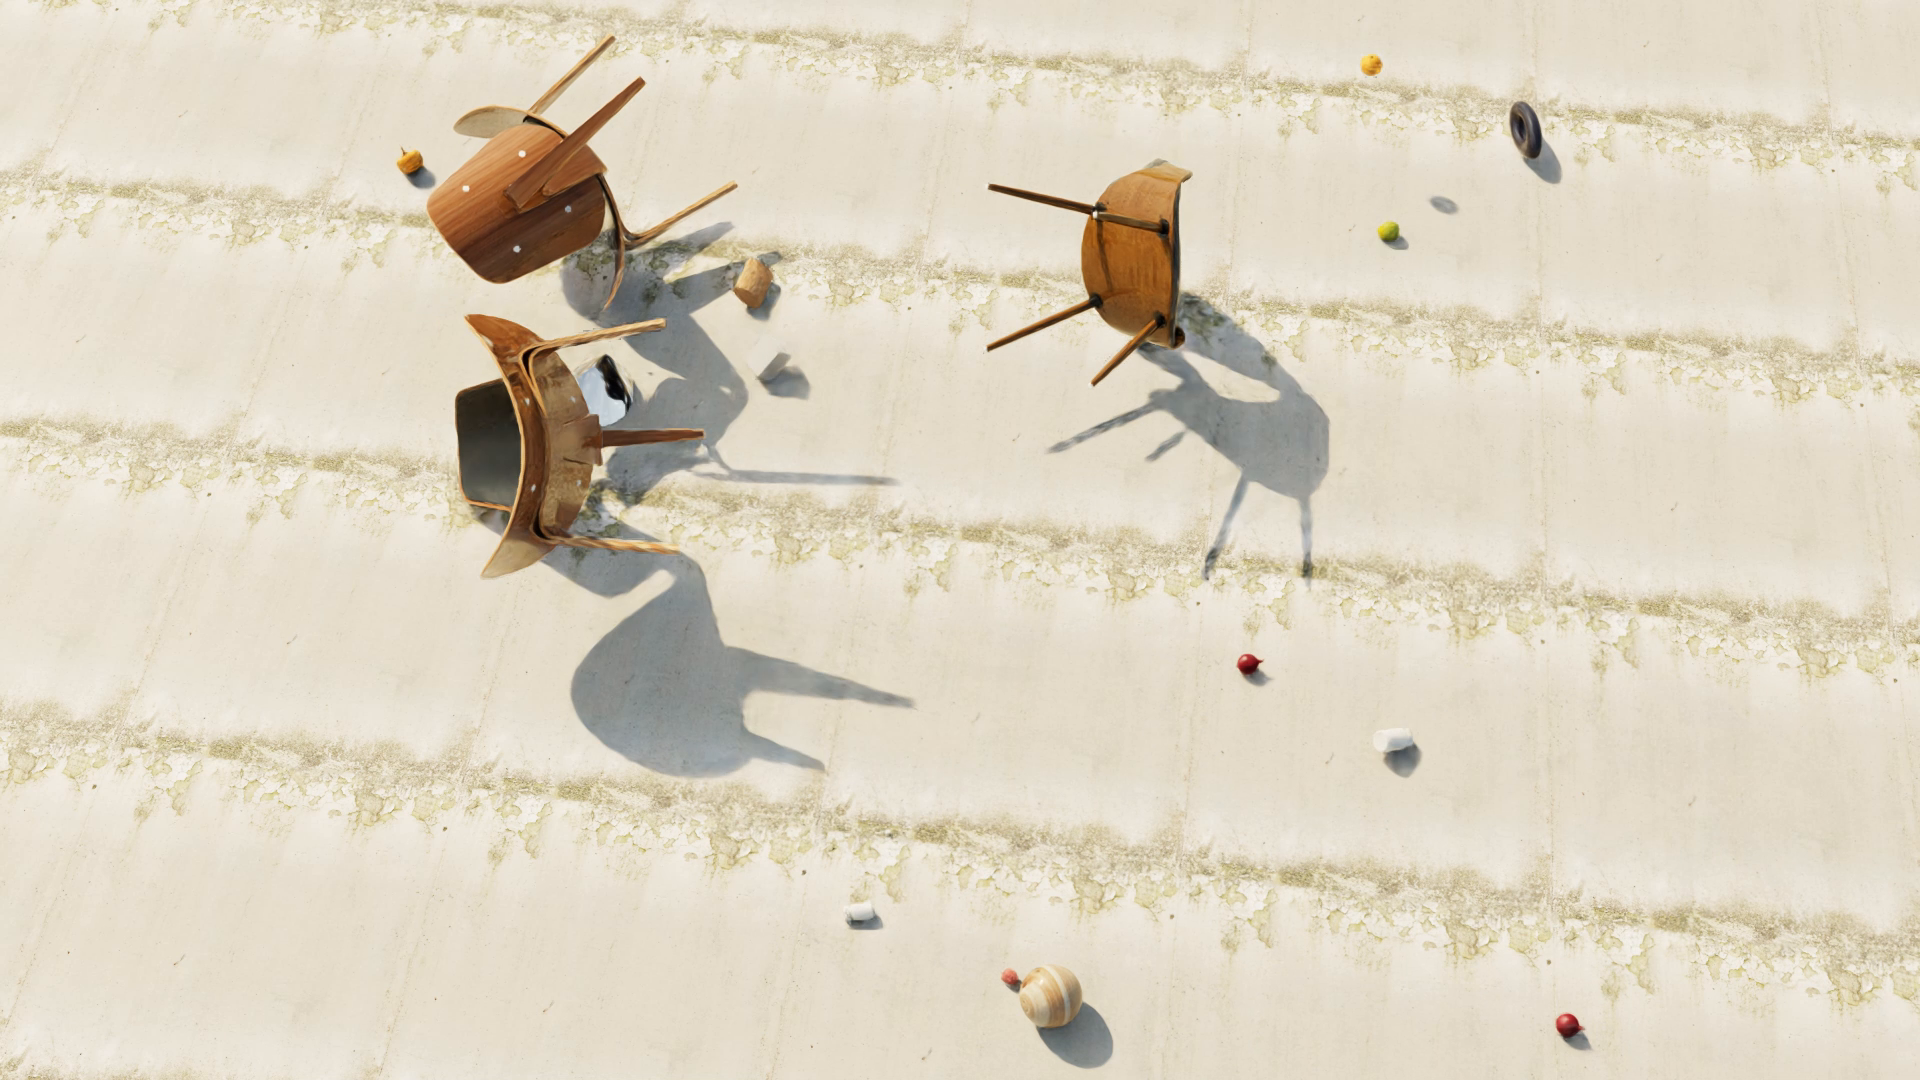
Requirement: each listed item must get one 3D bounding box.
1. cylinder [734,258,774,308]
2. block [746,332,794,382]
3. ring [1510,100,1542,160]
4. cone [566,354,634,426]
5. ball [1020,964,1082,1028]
[{"bbox_3d":[-0.664,-0.826,7.074,0.065,0.106,0.125,-16,43,43],"label":"cylinder"},{"bbox_3d":[-0.597,-0.573,6.883,0.114,0.067,0.086,-47,59,21],"label":"block"},{"bbox_3d":[1.910,-1.385,7.426,0.050,0.132,0.254,1,52,-14],"label":"ring"},{"bbox_3d":[-1.094,-0.514,6.749,0.206,0.235,0.250,11,62,-9],"label":"cone"},{"bbox_3d":[0.235,1.179,5.684,0.164,0.164,0.164,0,56,0],"label":"ball"}]
